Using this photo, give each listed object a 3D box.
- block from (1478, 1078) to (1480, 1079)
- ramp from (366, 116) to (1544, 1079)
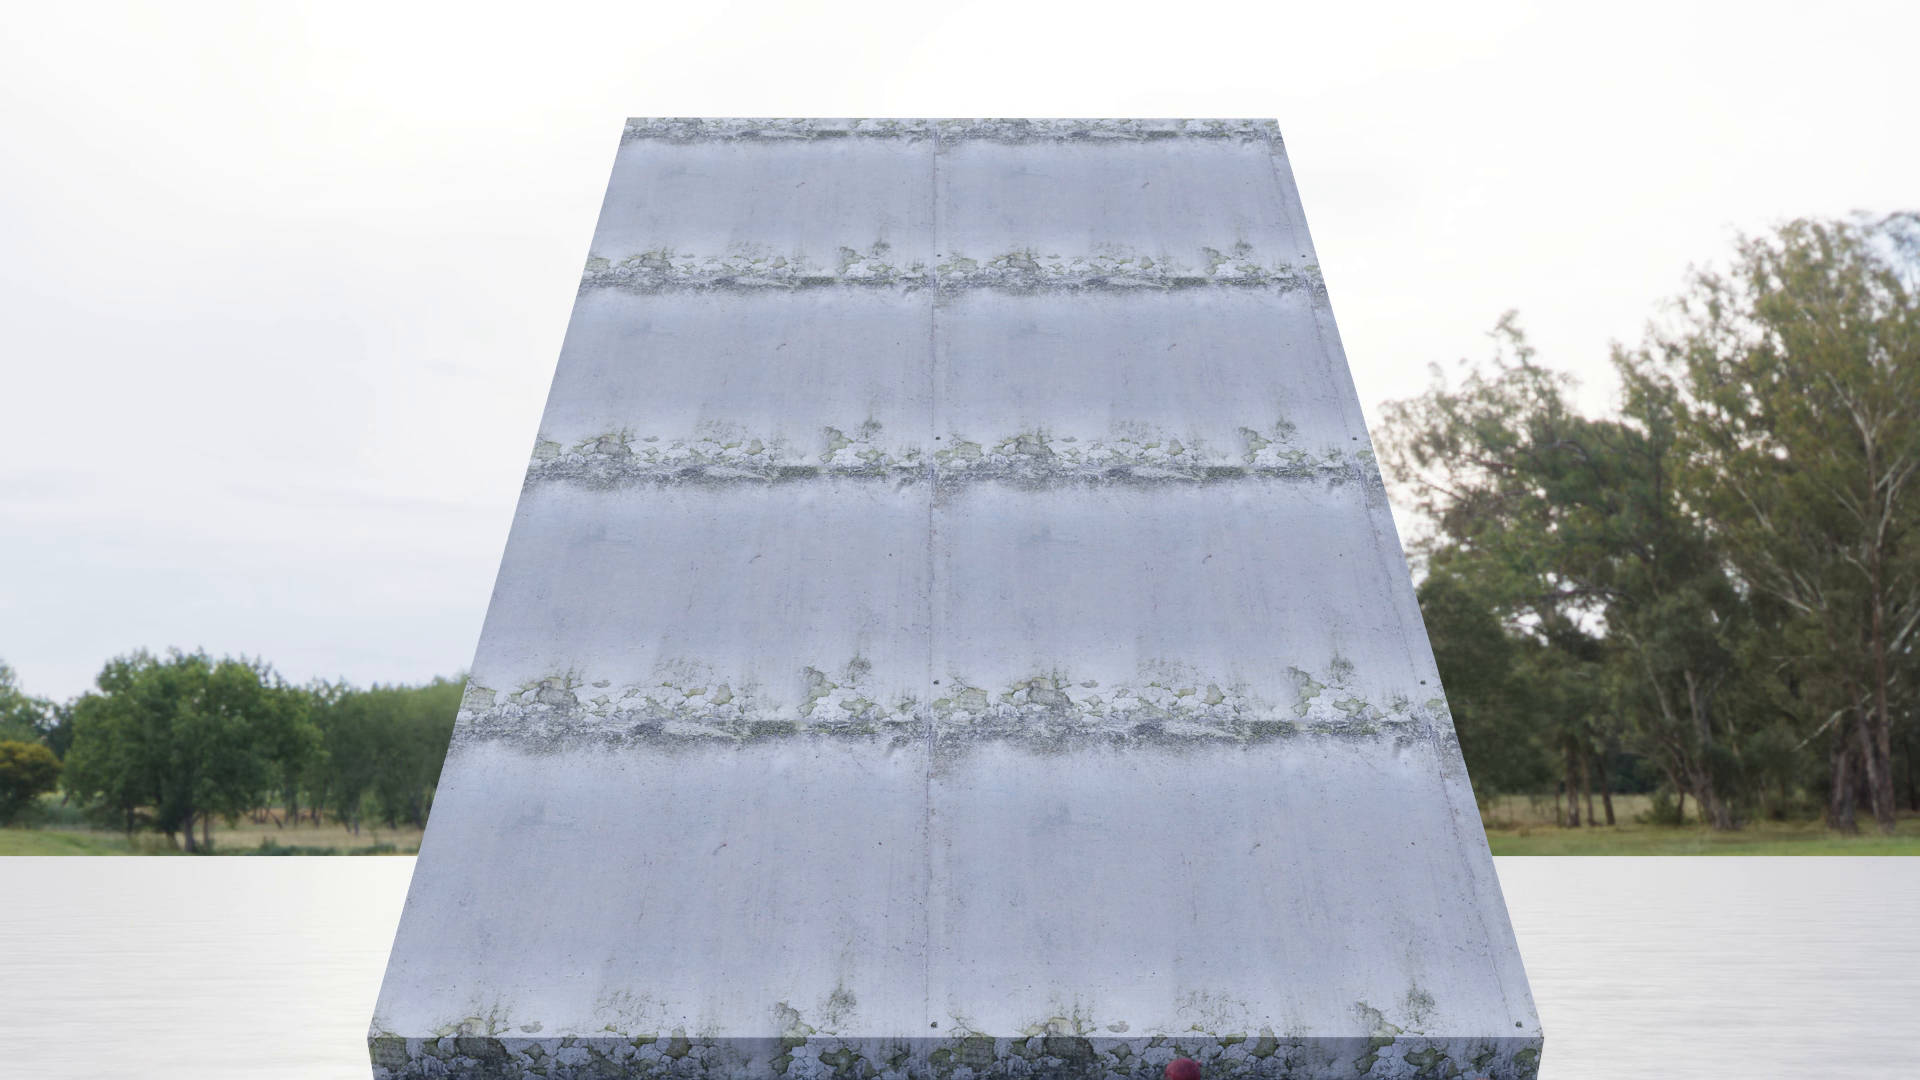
[{"bbox_3d":[0.778,0.825,3.611,0.054,0.054,0.054,-5,-9,35],"label":"block"},{"bbox_3d":[-0.015,-0.185,5.877,2.000,0.100,4.000,0,32,0],"label":"ramp"}]
